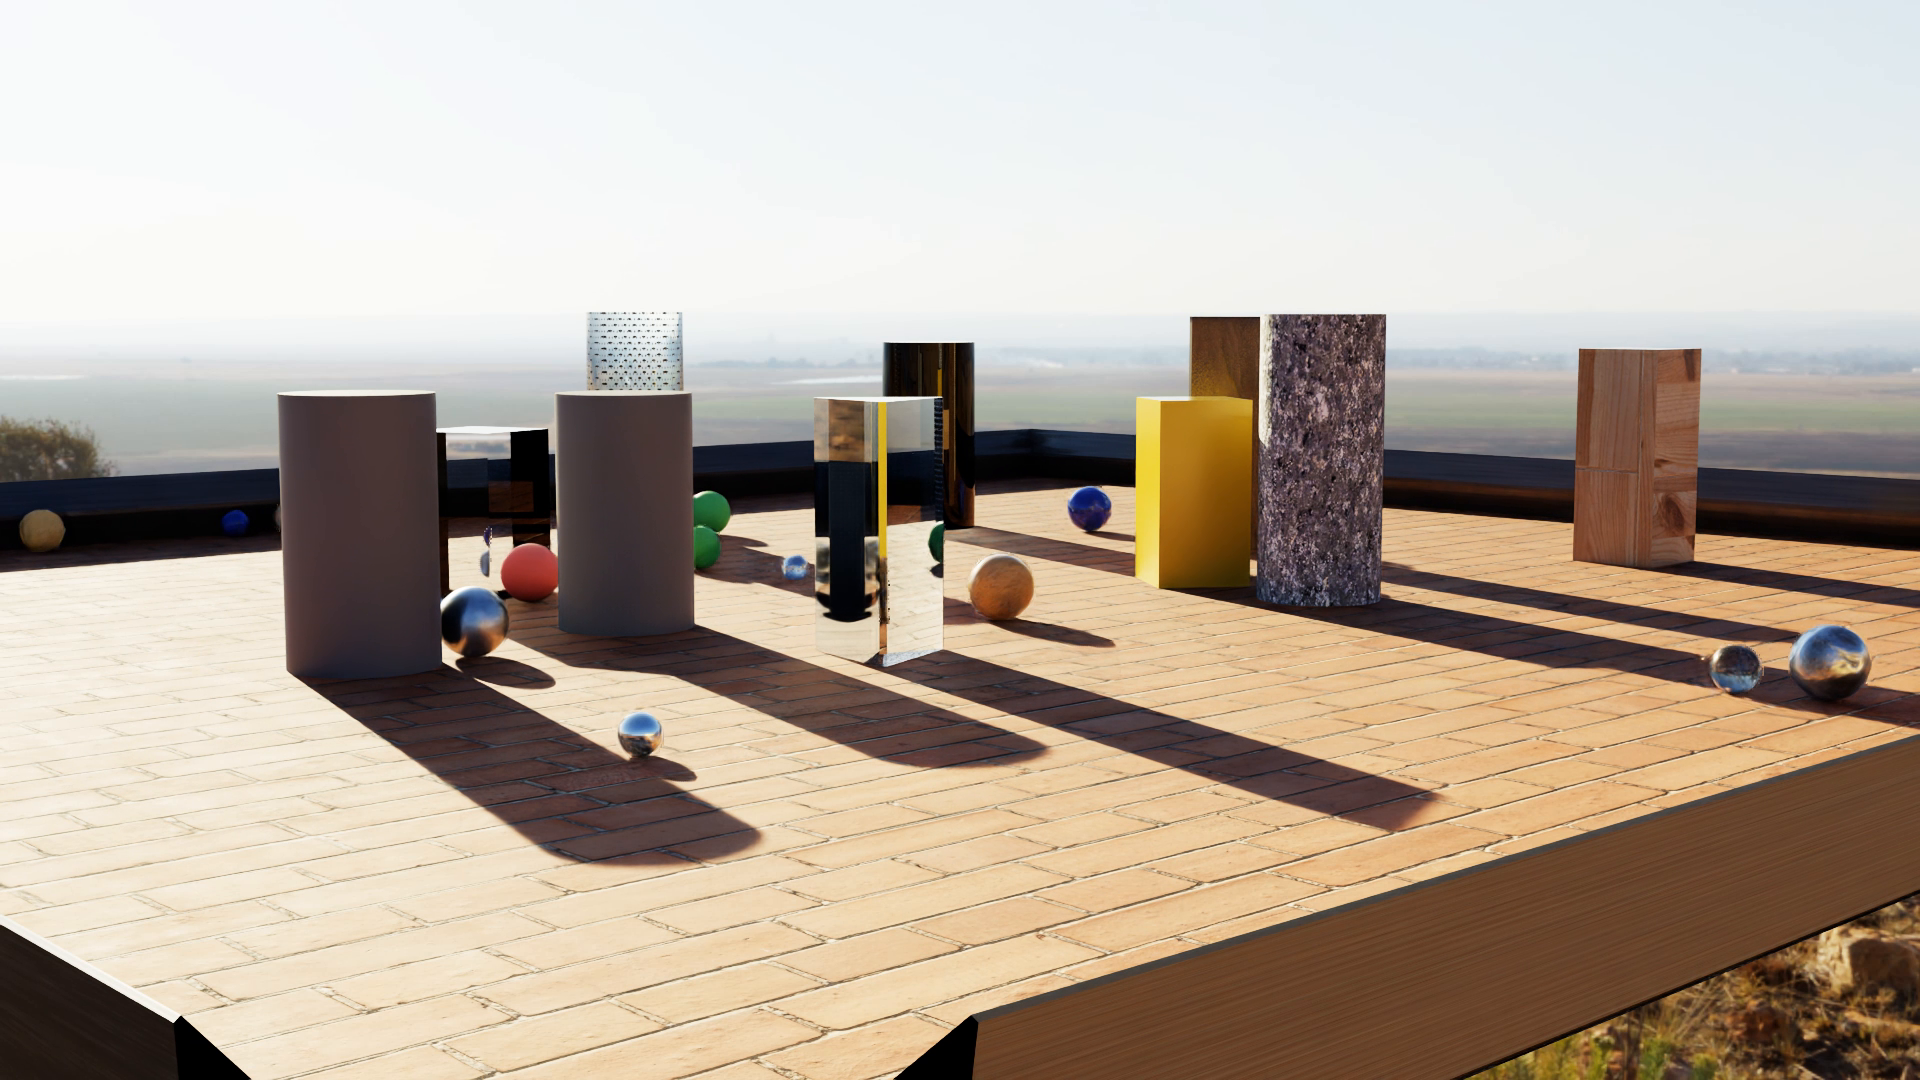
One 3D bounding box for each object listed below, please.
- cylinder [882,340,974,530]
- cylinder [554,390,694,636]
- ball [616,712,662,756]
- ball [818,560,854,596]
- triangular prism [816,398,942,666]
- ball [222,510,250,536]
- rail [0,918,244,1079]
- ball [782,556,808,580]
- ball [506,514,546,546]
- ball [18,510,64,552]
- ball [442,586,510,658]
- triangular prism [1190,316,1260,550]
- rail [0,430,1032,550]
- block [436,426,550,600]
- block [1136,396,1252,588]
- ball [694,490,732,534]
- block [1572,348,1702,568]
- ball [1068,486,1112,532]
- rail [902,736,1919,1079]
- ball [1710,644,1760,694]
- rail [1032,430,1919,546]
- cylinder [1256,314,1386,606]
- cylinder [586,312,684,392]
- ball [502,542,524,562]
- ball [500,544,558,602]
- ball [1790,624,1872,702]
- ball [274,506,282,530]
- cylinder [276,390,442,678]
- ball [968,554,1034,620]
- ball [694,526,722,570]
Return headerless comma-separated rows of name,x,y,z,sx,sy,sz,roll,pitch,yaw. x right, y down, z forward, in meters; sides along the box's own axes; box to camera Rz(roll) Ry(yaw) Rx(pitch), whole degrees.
cylinder,-0.064,-0.215,4.472,0.189,0.376,0.189,0,6,0
cylinder,-0.466,-0.042,3.063,0.189,0.327,0.189,0,6,0
ball,-0.318,0.193,2.186,0.045,0.045,0.045,0,6,0
ball,-0.192,0.059,3.409,0.054,0.054,0.054,0,6,0
triangular prism,-0.082,-0.017,2.825,0.141,0.329,0.163,-4,7,-34
ball,-1.415,-0.033,4.294,0.052,0.052,0.052,0,6,0
rail,-1.342,0.162,2.101,0.045,0.122,3.449,-6,8,-42
ball,-0.270,0.046,3.594,0.042,0.042,0.042,0,6,0
ball,-0.791,-0.012,4.003,0.070,0.070,0.070,0,6,0
ball,-1.678,-0.017,4.020,0.078,0.078,0.078,0,6,0
ball,-0.622,0.104,2.807,0.091,0.091,0.091,0,6,0
triangular prism,0.512,-0.202,4.104,0.163,0.428,0.141,1,6,8
rail,-1.154,-0.100,4.575,3.698,0.122,0.045,-6,8,-42
block,-0.746,-0.044,3.424,0.151,0.256,0.151,3,7,26
block,0.377,-0.080,3.569,0.151,0.298,0.151,-1,6,-10
ball,-0.493,-0.053,4.318,0.087,0.087,0.087,0,6,0
block,1.189,-0.149,3.862,0.151,0.373,0.151,-6,8,-44
ball,0.259,-0.062,4.389,0.090,0.090,0.090,0,6,0
rail,1.154,0.163,2.089,3.698,0.122,0.045,-6,8,-42
ball,0.897,0.149,2.546,0.056,0.056,0.056,0,6,0
rail,1.342,-0.098,4.563,0.045,0.122,3.449,-6,8,-42
cylinder,0.550,-0.127,3.356,0.189,0.434,0.189,0,6,0
cylinder,-0.635,-0.228,4.307,0.189,0.436,0.189,0,6,0
ball,-0.732,0.032,3.656,0.056,0.056,0.056,0,6,0
ball,-0.650,0.050,3.330,0.090,0.090,0.090,0,6,0
ball,0.987,0.140,2.495,0.086,0.086,0.086,0,6,0
ball,-1.332,-0.044,4.363,0.059,0.059,0.059,0,6,0
cylinder,-0.741,-0.012,2.721,0.189,0.340,0.189,0,6,0
ball,0.059,0.067,3.142,0.094,0.094,0.094,0,6,0
ball,-0.444,0.013,3.751,0.073,0.073,0.073,0,6,0
